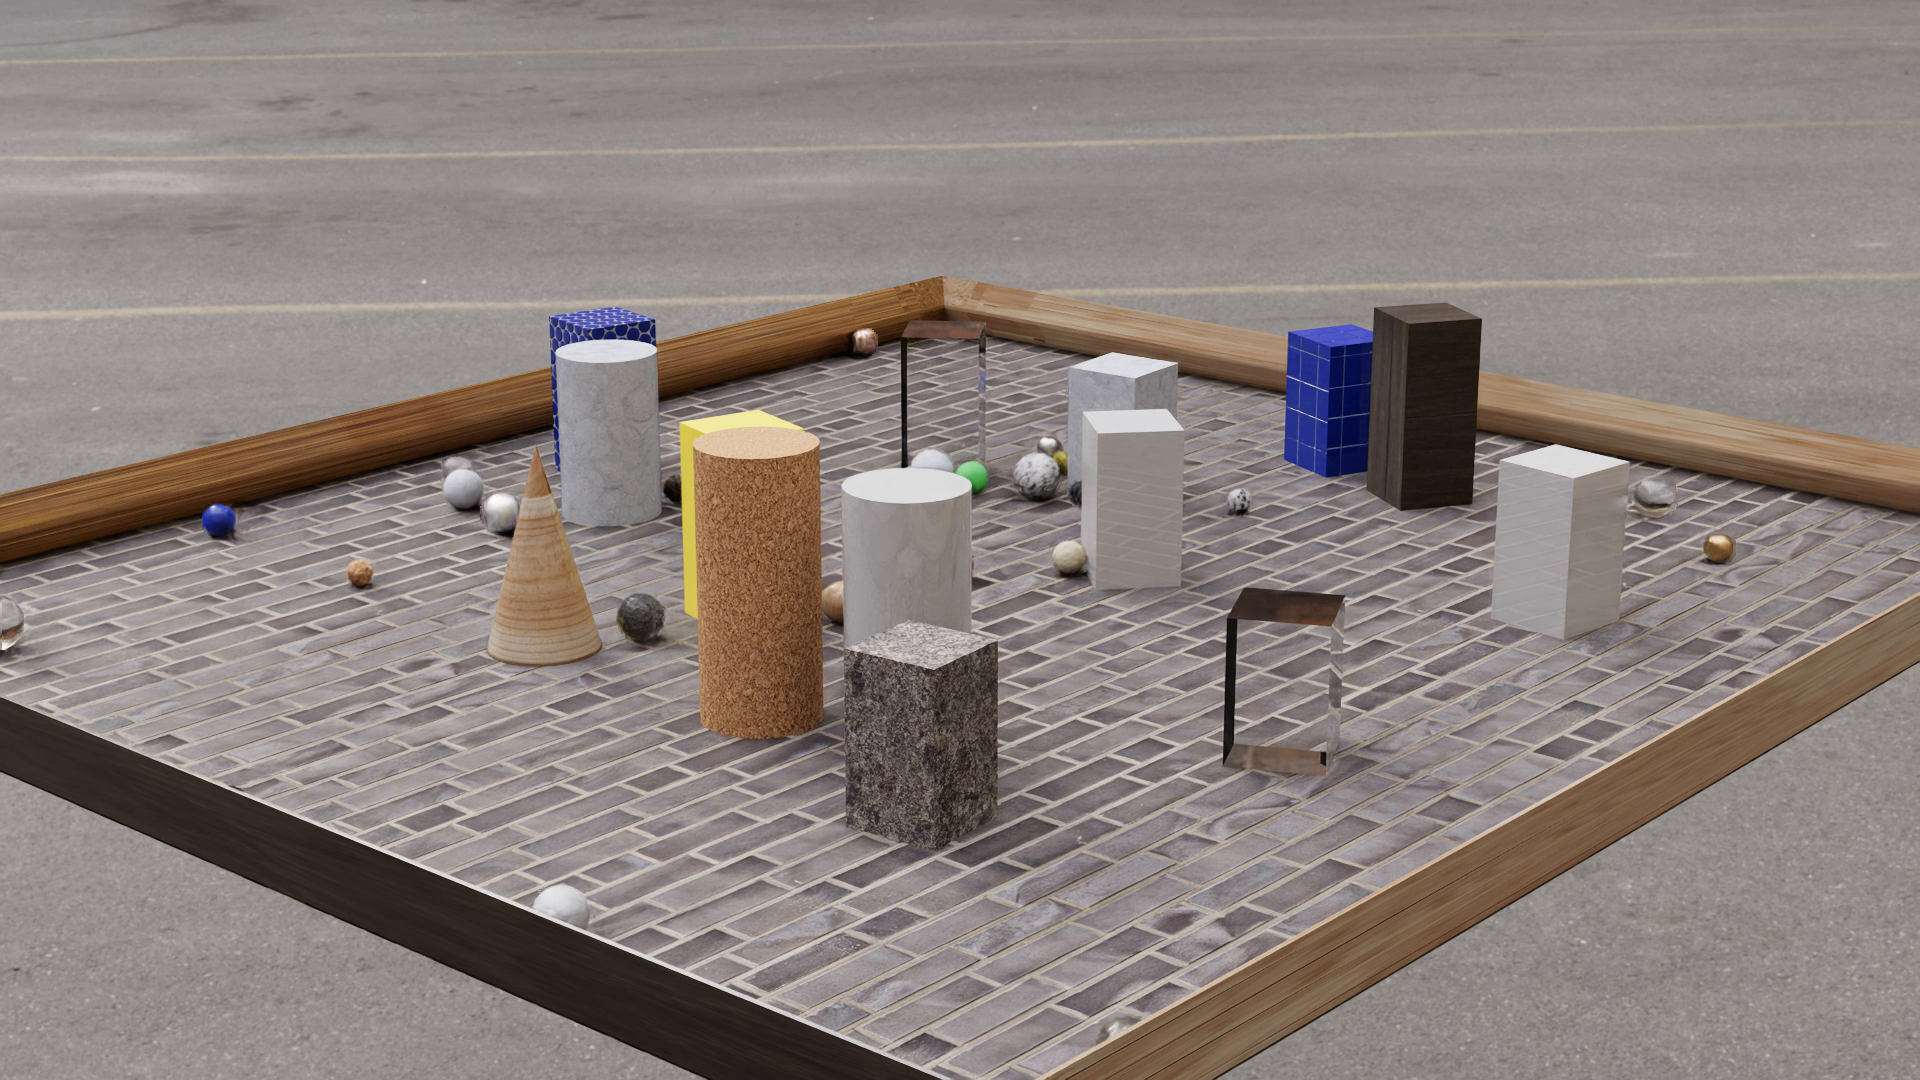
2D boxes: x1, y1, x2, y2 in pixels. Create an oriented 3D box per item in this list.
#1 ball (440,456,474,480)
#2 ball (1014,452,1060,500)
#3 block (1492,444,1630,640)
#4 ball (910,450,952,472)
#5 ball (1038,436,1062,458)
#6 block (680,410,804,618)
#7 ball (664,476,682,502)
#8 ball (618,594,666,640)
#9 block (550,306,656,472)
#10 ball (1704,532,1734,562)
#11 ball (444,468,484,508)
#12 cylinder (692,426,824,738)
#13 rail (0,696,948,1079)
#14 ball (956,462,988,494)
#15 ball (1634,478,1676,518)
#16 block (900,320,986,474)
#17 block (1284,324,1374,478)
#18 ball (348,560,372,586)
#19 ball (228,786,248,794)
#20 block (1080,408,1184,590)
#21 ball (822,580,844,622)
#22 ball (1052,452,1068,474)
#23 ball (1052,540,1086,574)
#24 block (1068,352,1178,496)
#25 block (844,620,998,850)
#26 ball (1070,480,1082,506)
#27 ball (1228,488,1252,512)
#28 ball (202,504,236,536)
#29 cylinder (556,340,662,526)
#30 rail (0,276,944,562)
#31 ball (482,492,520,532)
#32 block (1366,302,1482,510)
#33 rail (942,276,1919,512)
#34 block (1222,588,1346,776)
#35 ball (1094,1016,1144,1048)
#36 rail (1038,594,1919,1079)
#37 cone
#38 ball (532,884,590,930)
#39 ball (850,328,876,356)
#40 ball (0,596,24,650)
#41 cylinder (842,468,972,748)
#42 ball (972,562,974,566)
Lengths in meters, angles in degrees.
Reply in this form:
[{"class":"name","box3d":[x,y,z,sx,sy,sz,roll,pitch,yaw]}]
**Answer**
[{"class":"ball","box3d":[-0.989,-0.133,5.770,0.064,0.064,0.064,0,17,0]},{"class":"ball","box3d":[0.149,-0.124,5.695,0.091,0.091,0.091,0,17,0]},{"class":"block","box3d":[1.013,0.002,4.952,0.153,0.280,0.153,-14,22,-40]},{"class":"ball","box3d":[-0.056,-0.135,5.742,0.084,0.084,0.084,0,17,0]},{"class":"ball","box3d":[0.183,-0.185,5.963,0.052,0.052,0.052,0,17,0]},{"class":"block","box3d":[-0.366,-0.031,4.961,0.153,0.337,0.153,-11,20,-32]},{"class":"ball","box3d":[-0.550,-0.100,5.685,0.051,0.051,0.051,0,17,0]},{"class":"ball","box3d":[-0.531,0.128,4.880,0.079,0.079,0.079,0,17,0]},{"class":"block","box3d":[-0.709,-0.289,5.851,0.153,0.315,0.153,-12,21,-35]},{"class":"ball","box3d":[1.372,0.014,5.303,0.054,0.054,0.054,0,17,0]},{"class":"ball","box3d":[-0.954,-0.098,5.634,0.077,0.077,0.077,0,17,0]},{"class":"cylinder","box3d":[-0.306,0.063,4.472,0.191,0.439,0.191,0,17,0]},{"class":"rail","box3d":[-1.019,0.370,3.997,2.853,0.124,0.045,14,22,39]},{"class":"ball","box3d":[0.023,-0.122,5.732,0.065,0.065,0.065,0,17,0]},{"class":"ball","box3d":[1.321,-0.080,5.572,0.078,0.078,0.078,0,17,0]},{"class":"block","box3d":[-0.032,-0.273,5.827,0.153,0.299,0.153,2,17,5]},{"class":"block","box3d":[0.764,-0.282,5.913,0.153,0.267,0.153,-8,19,-26]},{"class":"ball","box3d":[-1.058,0.058,5.172,0.045,0.045,0.045,0,17,0]},{"class":"ball","box3d":[-1.015,0.377,4.066,0.073,0.073,0.073,0,17,0]},{"class":"block","box3d":[0.304,-0.073,5.192,0.153,0.284,0.153,-2,17,-7]},{"class":"ball","box3d":[-0.200,0.104,4.972,0.071,0.071,0.071,0,17,0]},{"class":"ball","box3d":[0.205,-0.155,5.881,0.042,0.042,0.042,0,17,0]},{"class":"ball","box3d":[0.194,0.031,5.235,0.059,0.059,0.059,0,17,0]},{"class":"block","box3d":[0.316,-0.214,5.702,0.153,0.259,0.153,12,21,34]},{"class":"block","box3d":[-0.053,0.270,4.090,0.153,0.264,0.153,12,20,33]},{"class":"ball","box3d":[0.238,-0.090,5.649,0.052,0.052,0.052,0,17,0]},{"class":"ball","box3d":[0.535,-0.076,5.614,0.045,0.045,0.045,0,17,0]},{"class":"ball","box3d":[-1.379,-0.037,5.460,0.060,0.060,0.060,0,17,0]},{"class":"cylinder","box3d":[-0.667,-0.205,5.574,0.191,0.316,0.191,0,17,0]},{"class":"rail","box3d":[-1.059,-0.235,6.001,0.045,0.124,3.156,14,22,39]},{"class":"ball","box3d":[-0.857,-0.051,5.483,0.074,0.074,0.074,0,17,0]},{"class":"block","box3d":[0.895,-0.259,5.665,0.153,0.367,0.153,-5,18,-17]},{"class":"rail","box3d":[1.019,-0.308,6.244,2.853,0.124,0.045,14,22,39]},{"class":"block","box3d":[0.481,0.208,4.352,0.153,0.231,0.153,4,17,14]},{"class":"ball","box3d":[0.193,0.586,3.371,0.076,0.076,0.076,0,17,0]},{"class":"rail","box3d":[1.059,0.297,4.240,0.045,0.124,3.156,14,22,39]},{"class":"cone","box3d":[-0.687,0.011,4.800,0.191,0.349,0.191,0,17,0]},{"class":"ball","box3d":[-0.509,0.476,3.735,0.075,0.075,0.075,0,17,0]},{"class":"ball","box3d":[-0.228,-0.463,6.866,0.063,0.063,0.063,0,17,0]},{"class":"ball","box3d":[-1.589,0.137,4.828,0.093,0.093,0.093,0,17,0]},{"class":"cylinder","box3d":[-0.078,0.116,4.349,0.191,0.409,0.191,0,17,0]},{"class":"ball","box3d":[-0.005,0.044,5.197,0.057,0.057,0.057,0,17,0]}]
